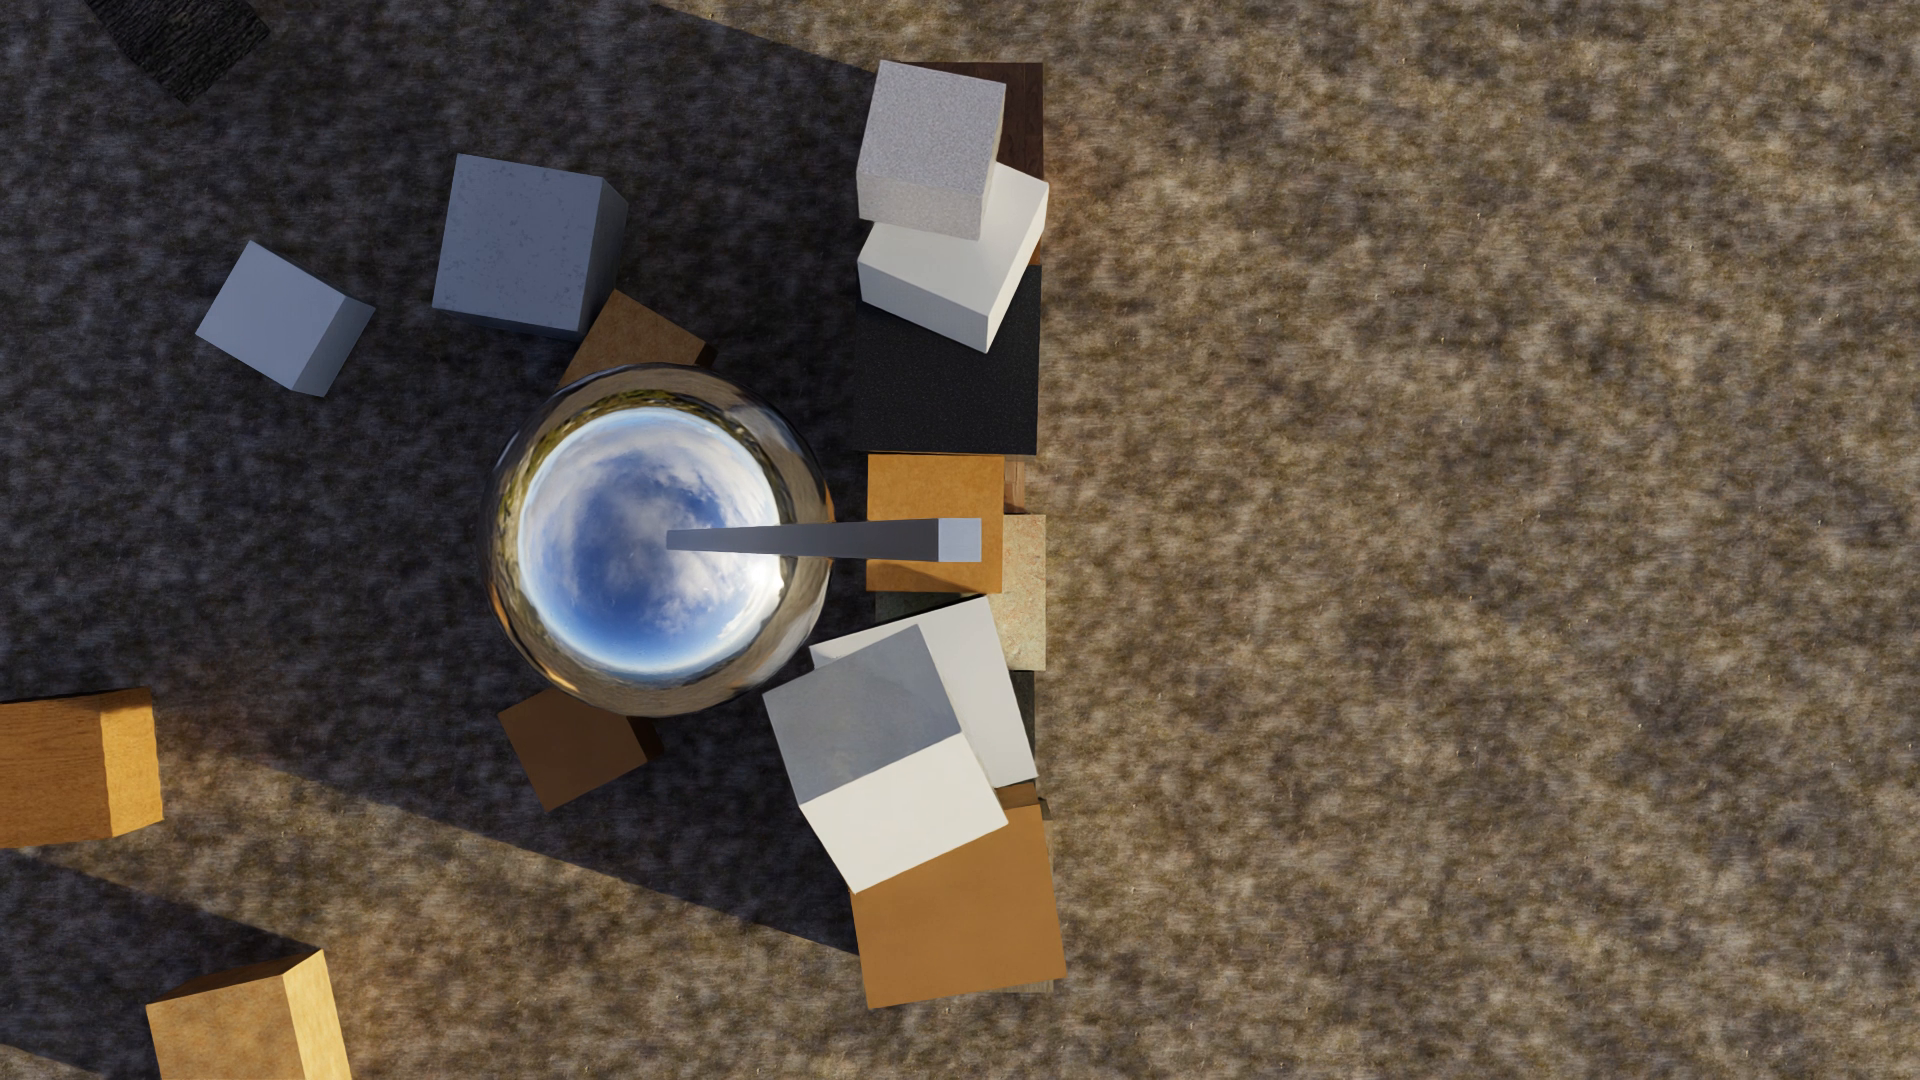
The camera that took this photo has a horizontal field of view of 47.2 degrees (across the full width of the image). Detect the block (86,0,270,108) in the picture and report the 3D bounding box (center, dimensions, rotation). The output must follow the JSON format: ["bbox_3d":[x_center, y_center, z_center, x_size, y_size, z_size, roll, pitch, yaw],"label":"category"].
[{"bbox_3d":[-4.499,-3.032,12.600,0.654,0.547,0.678,-42,62,0],"label":"block"}]

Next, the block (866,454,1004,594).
[{"bbox_3d":[-0.129,-0.084,11.778,0.705,0.782,0.709,1,90,0],"label":"block"}]

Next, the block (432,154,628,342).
[{"bbox_3d":[-2.427,-1.632,12.527,0.810,0.947,0.857,10,90,0],"label":"block"}]

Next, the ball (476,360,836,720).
[{"bbox_3d":[-1.351,0.000,9.857,1.600,1.600,1.600,0,90,0],"label":"ball"}]

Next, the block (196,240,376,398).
[{"bbox_3d":[-3.876,-1.265,12.680,0.627,0.639,0.613,30,90,0],"label":"block"}]

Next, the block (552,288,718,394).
[{"bbox_3d":[-1.863,-0.950,12.665,0.598,0.669,0.720,30,90,0],"label":"block"}]

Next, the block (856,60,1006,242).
[{"bbox_3d":[-0.135,-1.802,10.231,0.581,0.603,0.552,11,78,1],"label":"block"}]

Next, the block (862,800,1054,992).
[{"bbox_3d":[-0.015,2.007,12.519,1.050,0.962,0.941,0,90,0],"label":"block"}]

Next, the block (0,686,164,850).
[{"bbox_3d":[-5.149,1.298,12.608,0.807,0.785,0.799,-6,90,0],"label":"block"}]

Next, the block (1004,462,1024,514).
[{"bbox_3d":[-0.006,-0.514,12.629,0.732,0.743,0.728,0,90,0],"label":"block"}]

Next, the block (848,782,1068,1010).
[{"bbox_3d":[-0.030,1.840,11.535,1.013,1.006,0.880,-9,90,0],"label":"block"}]

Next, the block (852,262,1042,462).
[{"bbox_3d":[-0.067,-0.922,11.612,0.935,0.985,0.961,2,90,0],"label":"block"}]

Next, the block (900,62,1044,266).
[{"bbox_3d":[0.032,-1.952,11.725,0.794,0.854,0.834,0,69,0],"label":"block"}]

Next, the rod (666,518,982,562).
[{"bbox_3d":[-0.585,0.000,6.545,0.080,5.200,0.080,0,90,-13],"label":"rod"}]

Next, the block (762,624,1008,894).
[{"bbox_3d":[-0.361,1.067,10.713,0.832,0.794,0.733,-24,46,0],"label":"block"}]

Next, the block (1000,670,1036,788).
[{"bbox_3d":[-0.006,1.127,12.566,0.841,0.868,0.794,0,90,0],"label":"block"}]

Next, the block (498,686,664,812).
[{"bbox_3d":[-2.168,1.108,12.651,0.642,0.698,0.618,-26,90,0],"label":"block"}]

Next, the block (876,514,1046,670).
[{"bbox_3d":[0.003,0.291,12.585,0.941,0.831,0.861,0,90,0],"label":"block"}]

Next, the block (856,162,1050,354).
[{"bbox_3d":[-0.032,-1.455,10.801,0.684,0.643,0.724,24,80,4],"label":"block"}]

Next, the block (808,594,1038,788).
[{"bbox_3d":[-0.185,0.876,11.692,0.947,0.879,0.962,-16,90,0],"label":"block"}]

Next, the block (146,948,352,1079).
[{"bbox_3d":[-4.059,2.907,12.614,0.781,0.772,0.831,-13,90,0],"label":"block"}]
